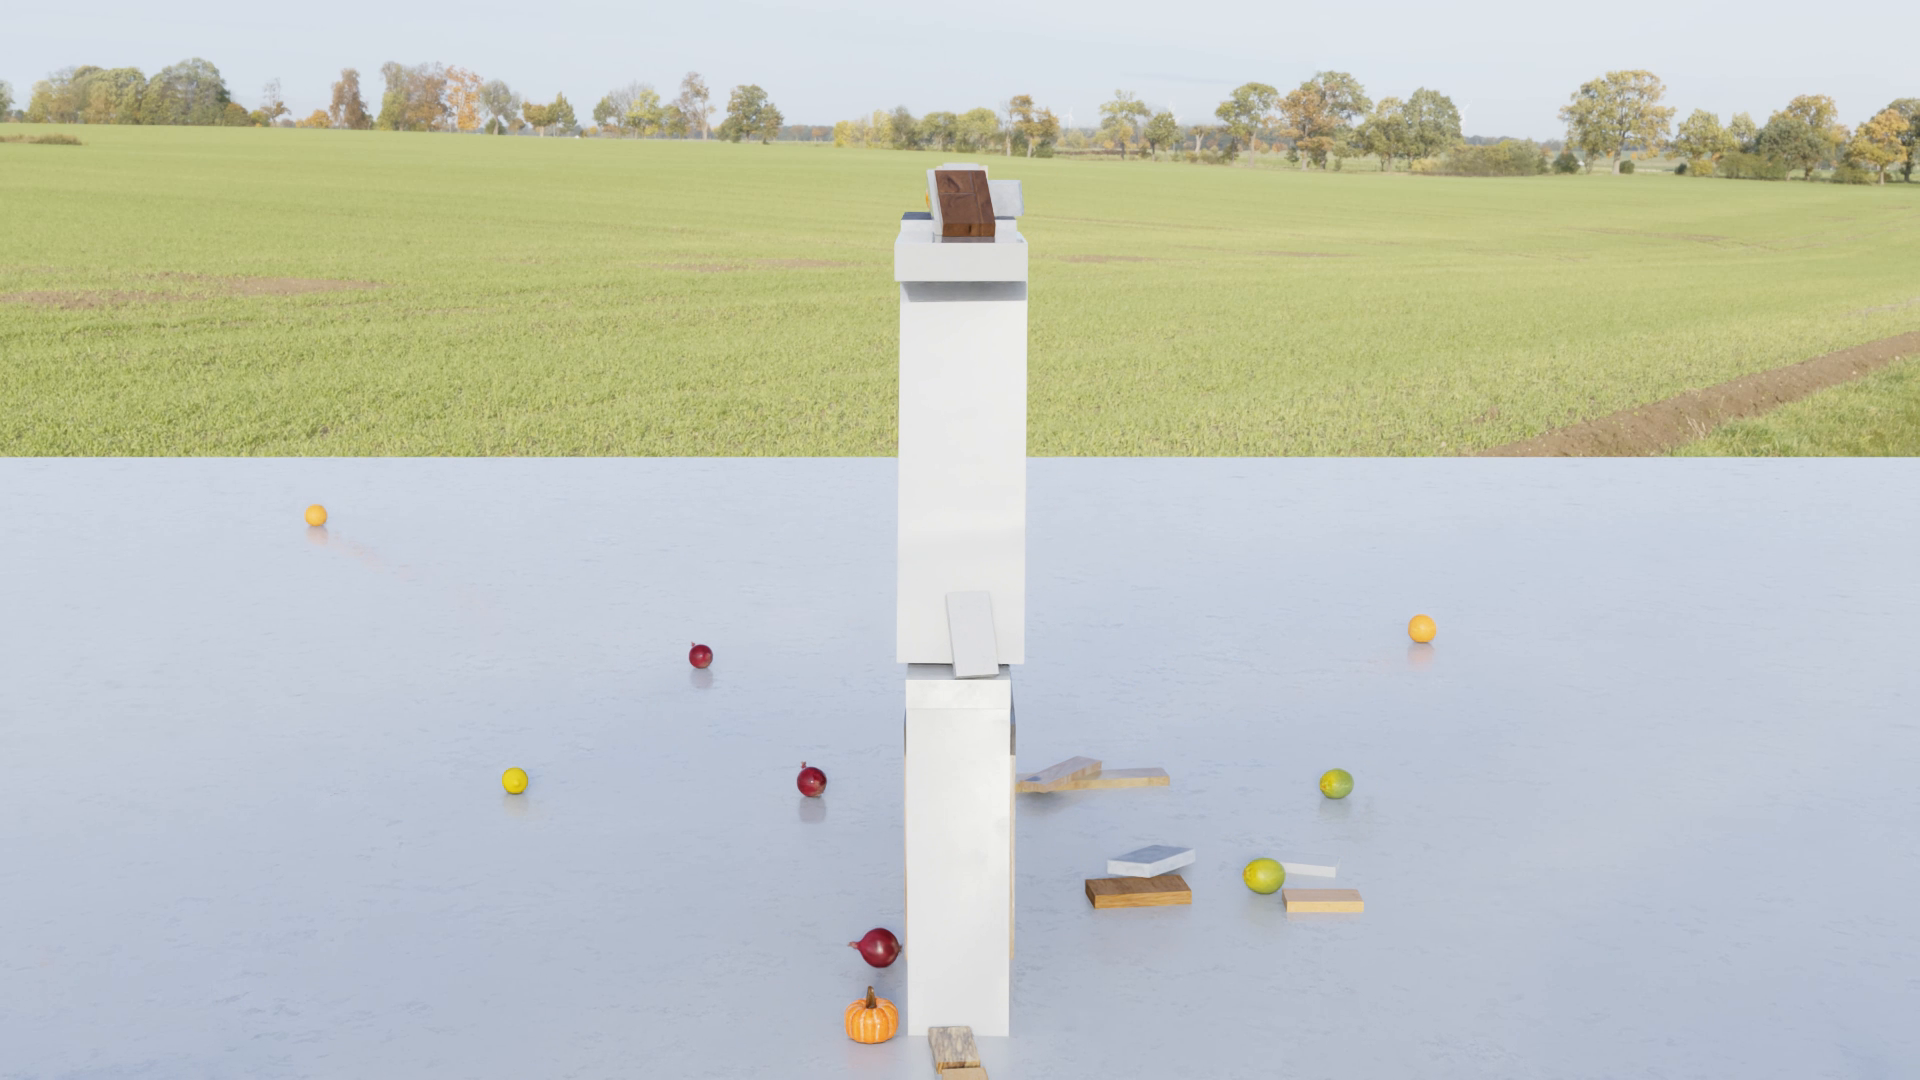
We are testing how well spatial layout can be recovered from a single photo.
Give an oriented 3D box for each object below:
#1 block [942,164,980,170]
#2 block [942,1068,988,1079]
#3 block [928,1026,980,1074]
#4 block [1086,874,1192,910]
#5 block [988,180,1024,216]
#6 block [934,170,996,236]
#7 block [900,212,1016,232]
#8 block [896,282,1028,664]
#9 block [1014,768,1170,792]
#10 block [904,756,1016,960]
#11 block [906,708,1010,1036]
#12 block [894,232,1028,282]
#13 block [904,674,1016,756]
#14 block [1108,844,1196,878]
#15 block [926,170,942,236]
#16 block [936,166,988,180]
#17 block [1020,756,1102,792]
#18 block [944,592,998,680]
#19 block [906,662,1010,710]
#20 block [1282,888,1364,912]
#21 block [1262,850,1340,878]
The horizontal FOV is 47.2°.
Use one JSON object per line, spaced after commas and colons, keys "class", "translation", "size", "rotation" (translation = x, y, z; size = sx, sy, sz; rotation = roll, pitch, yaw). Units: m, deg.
{"class": "block", "translation": [0.006, -0.524, 3.298], "size": [0.054, 0.015, 0.107], "rotation": [-2, 51, -8]}
{"class": "block", "translation": [0.044, 0.774, 2.635], "size": [0.059, 0.017, 0.639], "rotation": [-1, 11, -7]}
{"class": "block", "translation": [-0.009, 0.701, 3.025], "size": [0.058, 0.017, 0.117], "rotation": [-1, 11, -7]}
{"class": "block", "translation": [0.295, 0.583, 3.644], "size": [0.162, 0.023, 0.081], "rotation": [-2, 11, -8]}
{"class": "block", "translation": [0.043, -0.525, 3.376], "size": [0.107, 0.054, 0.015], "rotation": [4, 32, 20]}
{"class": "block", "translation": [0.006, -0.479, 3.124], "size": [0.074, 0.021, 0.148], "rotation": [-1, 39, -6]}
{"class": "block", "translation": [-0.003, -0.478, 3.404], "size": [0.170, 0.048, 0.340], "rotation": [0, 11, 0]}
{"class": "block", "translation": [0.004, -0.097, 3.048], "size": [0.175, 0.534, 0.050], "rotation": [1, 0, 3]}
{"class": "block", "translation": [0.225, 0.467, 4.280], "size": [0.359, 0.018, 0.064], "rotation": [-2, 11, -8]}
{"class": "block", "translation": [0.000, 0.476, 3.370], "size": [0.167, 0.334, 0.047], "rotation": [0, 11, 0]}
{"class": "block", "translation": [-0.002, 0.457, 3.067], "size": [0.142, 0.482, 0.040], "rotation": [0, 11, 1]}
{"class": "block", "translation": [0.001, -0.397, 3.061], "size": [0.175, 0.050, 0.350], "rotation": [0, 10, 0]}
{"class": "block", "translation": [0.000, 0.268, 3.445], "size": [0.167, 0.047, 0.334], "rotation": [0, 11, 0]}
{"class": "block", "translation": [0.328, 0.549, 3.760], "size": [0.081, 0.023, 0.162], "rotation": [0, 3, 34]}
{"class": "block", "translation": [-0.006, -0.487, 3.166], "size": [0.074, 0.021, 0.148], "rotation": [-1, 40, -6]}
{"class": "block", "translation": [0.005, -0.574, 3.550], "size": [0.081, 0.023, 0.162], "rotation": [0, -4, 1]}
{"class": "block", "translation": [0.196, 0.453, 4.261], "size": [0.057, 0.016, 0.203], "rotation": [7, 13, 35]}
{"class": "block", "translation": [0.016, 0.129, 2.990], "size": [0.058, 0.117, 0.017], "rotation": [-3, -18, -14]}
{"class": "block", "translation": [-0.002, 0.183, 3.111], "size": [0.142, 0.040, 0.283], "rotation": [0, 11, 0]}
{"class": "block", "translation": [0.595, 0.592, 3.611], "size": [0.124, 0.018, 0.062], "rotation": [0, 11, 1]}
{"class": "block", "translation": [0.590, 0.558, 3.795], "size": [0.124, 0.018, 0.062], "rotation": [3, 11, 17]}
